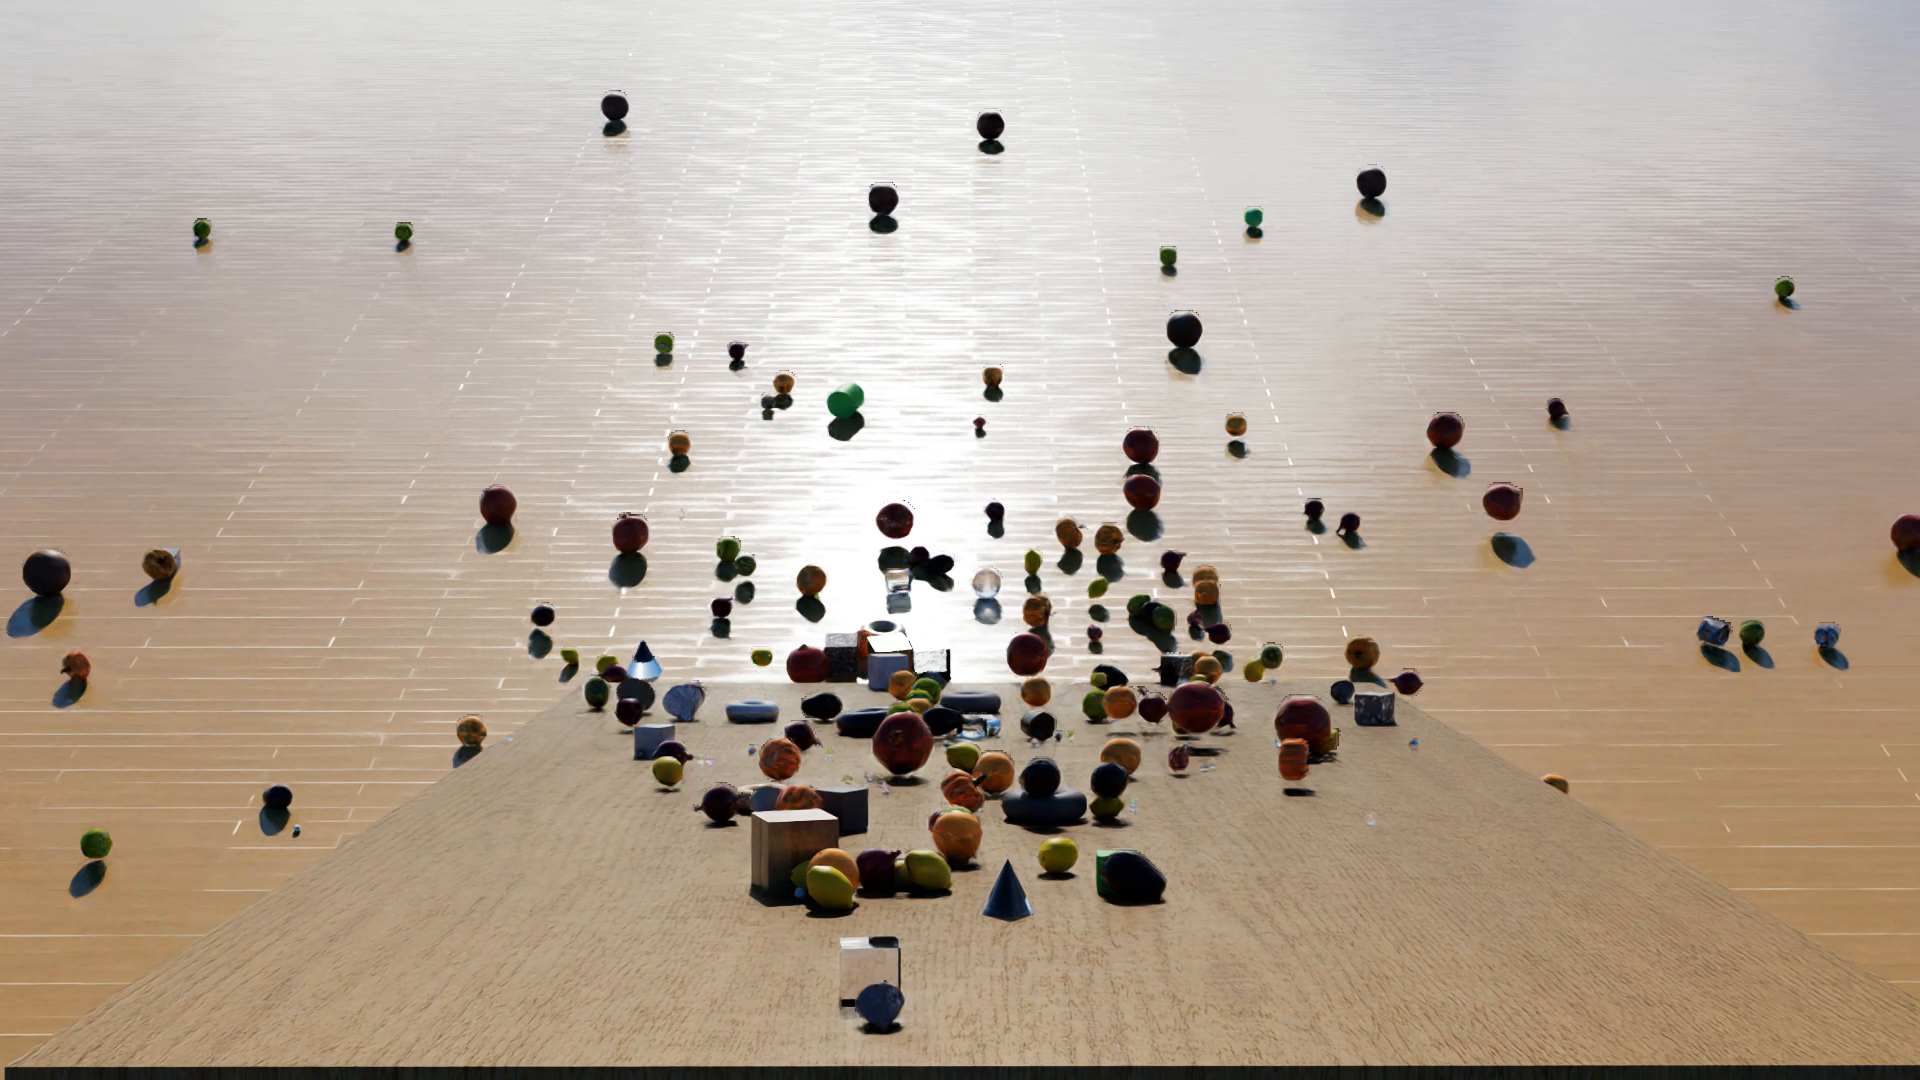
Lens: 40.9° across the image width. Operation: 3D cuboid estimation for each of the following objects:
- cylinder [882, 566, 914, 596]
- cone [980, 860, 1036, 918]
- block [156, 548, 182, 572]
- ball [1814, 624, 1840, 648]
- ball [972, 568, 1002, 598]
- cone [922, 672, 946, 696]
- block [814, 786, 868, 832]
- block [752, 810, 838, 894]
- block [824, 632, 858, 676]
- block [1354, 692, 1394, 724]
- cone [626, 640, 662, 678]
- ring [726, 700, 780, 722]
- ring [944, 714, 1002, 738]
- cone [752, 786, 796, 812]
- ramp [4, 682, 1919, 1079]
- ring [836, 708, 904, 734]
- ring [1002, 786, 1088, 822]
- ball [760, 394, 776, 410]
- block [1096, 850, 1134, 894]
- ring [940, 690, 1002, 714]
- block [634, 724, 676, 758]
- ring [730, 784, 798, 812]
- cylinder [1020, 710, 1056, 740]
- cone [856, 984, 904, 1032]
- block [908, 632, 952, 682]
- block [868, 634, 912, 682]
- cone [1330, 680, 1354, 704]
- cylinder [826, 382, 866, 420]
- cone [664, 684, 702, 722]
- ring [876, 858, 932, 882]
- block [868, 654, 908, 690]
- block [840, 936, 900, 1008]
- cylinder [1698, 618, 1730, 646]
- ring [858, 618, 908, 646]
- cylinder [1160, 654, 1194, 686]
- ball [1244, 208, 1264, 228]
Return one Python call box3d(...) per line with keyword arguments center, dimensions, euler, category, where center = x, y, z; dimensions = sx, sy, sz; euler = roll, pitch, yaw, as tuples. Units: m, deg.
box3d(center=(-0.174, 0.118, 7.248), dimensions=(0.066, 0.066, 0.066), euler=(-27, 31, -15), category="cylinder")
box3d(center=(0.062, 0.451, 3.361), dimensions=(0.072, 0.072, 0.072), euler=(0, 2, 0), category="cone")
box3d(center=(-2.274, 0.059, 7.402), dimensions=(0.052, 0.052, 0.052), euler=(0, 24, 1), category="block")
box3d(center=(2.333, 0.257, 6.932), dimensions=(0.065, 0.065, 0.065), euler=(0, 24, 0), category="ball")
box3d(center=(0.074, 0.122, 7.216), dimensions=(0.085, 0.085, 0.085), euler=(0, 24, 0), category="ball")
box3d(center=(-0.068, 0.361, 6.229), dimensions=(0.059, 0.059, 0.059), euler=(3, 29, 7), category="cone")
box3d(center=(-0.191, 0.427, 4.102), dimensions=(0.062, 0.062, 0.062), euler=(2, 3, 39), category="block")
box3d(center=(-0.228, 0.430, 3.557), dimensions=(0.099, 0.099, 0.099), euler=(-1, 2, -18), category="block")
box3d(center=(-0.313, 0.302, 6.803), dimensions=(0.086, 0.086, 0.086), euler=(0, 24, -1), category="block")
box3d(center=(0.904, 0.367, 5.616), dimensions=(0.063, 0.063, 0.063), euler=(2, 3, 35), category="block")
box3d(center=(-0.835, 0.303, 6.789), dimensions=(0.095, 0.095, 0.095), euler=(0, 24, 0), category="cone")
box3d(center=(-0.457, 0.377, 5.674), dimensions=(0.121, 0.040, 0.121), euler=(1, 3, 0), category="ring")
box3d(center=(0.026, 0.388, 5.376), dimensions=(0.123, 0.041, 0.123), euler=(0, 3, 0), category="ring")
box3d(center=(-0.302, 0.442, 4.093), dimensions=(0.072, 0.072, 0.072), euler=(4, 39, 8), category="cone")
box3d(center=(0.054, 0.491, 4.542), dimensions=(2.000, 0.100, 4.000), euler=(0, 2, 0), category="ramp")
box3d(center=(-0.191, 0.382, 5.432), dimensions=(0.143, 0.048, 0.143), euler=(-4, 2, 0), category="ring")
box3d(center=(0.138, 0.431, 4.198), dimensions=(0.141, 0.047, 0.141), euler=(-1, 3, 0), category="ring")
box3d(center=(-0.640, -0.459, 8.590), dimensions=(0.050, 0.050, 0.050), euler=(0, 24, 0), category="ball")
box3d(center=(0.213, 0.455, 3.533), dimensions=(0.051, 0.051, 0.051), euler=(0, 2, 1), category="block")
box3d(center=(0.025, 0.368, 5.831), dimensions=(0.139, 0.046, 0.139), euler=(-1, 3, 0), category="ring")
box3d(center=(-0.596, 0.392, 5.032), dimensions=(0.059, 0.059, 0.059), euler=(1, 2, 21), category="block")
box3d(center=(-0.327, 0.432, 4.300), dimensions=(0.114, 0.038, 0.114), euler=(-1, 3, 0), category="ring")
box3d(center=(0.161, 0.382, 5.312), dimensions=(0.056, 0.056, 0.056), euler=(-9, 5, -20), category="cylinder")
box3d(center=(-0.081, 0.501, 2.703), dimensions=(0.051, 0.051, 0.051), euler=(-3, 29, -7), category="cone")
box3d(center=(-0.080, 0.311, 6.770), dimensions=(0.096, 0.096, 0.096), euler=(-5, 24, -12), category="block")
box3d(center=(-0.185, 0.313, 6.765), dimensions=(0.095, 0.095, 0.095), euler=(-6, 24, -14), category="block")
box3d(center=(0.898, 0.369, 6.020), dimensions=(0.059, 0.059, 0.059), euler=(0, 29, -1), category="cone")
box3d(center=(-0.378, -0.463, 8.541), dimensions=(0.098, 0.098, 0.098), euler=(8, 25, 18), category="cylinder")
box3d(center=(-0.604, 0.377, 5.663), dimensions=(0.087, 0.087, 0.087), euler=(-6, 30, -13), category="cone")
box3d(center=(-0.078, 0.464, 3.615), dimensions=(0.080, 0.027, 0.080), euler=(1, 2, 0), category="ring")
box3d(center=(-0.179, 0.327, 6.423), dimensions=(0.080, 0.080, 0.080), euler=(-1, 2, -20), category="block")
box3d(center=(-0.099, 0.476, 2.838), dimensions=(0.064, 0.064, 0.064), euler=(0, 2, -5), category="block")
box3d(center=(2.031, 0.249, 6.937), dimensions=(0.061, 0.061, 0.061), euler=(21, 31, 40), category="cylinder")
box3d(center=(-0.209, 0.254, 6.964), dimensions=(0.136, 0.045, 0.136), euler=(1, 23, -1), category="ring")
box3d(center=(0.545, 0.324, 6.462), dimensions=(0.078, 0.078, 0.078), euler=(2, 24, 10), category="cylinder")
box3d(center=(1.200, -1.319, 10.526), dimensions=(0.078, 0.078, 0.078), euler=(0, 24, 0), category="ball")
